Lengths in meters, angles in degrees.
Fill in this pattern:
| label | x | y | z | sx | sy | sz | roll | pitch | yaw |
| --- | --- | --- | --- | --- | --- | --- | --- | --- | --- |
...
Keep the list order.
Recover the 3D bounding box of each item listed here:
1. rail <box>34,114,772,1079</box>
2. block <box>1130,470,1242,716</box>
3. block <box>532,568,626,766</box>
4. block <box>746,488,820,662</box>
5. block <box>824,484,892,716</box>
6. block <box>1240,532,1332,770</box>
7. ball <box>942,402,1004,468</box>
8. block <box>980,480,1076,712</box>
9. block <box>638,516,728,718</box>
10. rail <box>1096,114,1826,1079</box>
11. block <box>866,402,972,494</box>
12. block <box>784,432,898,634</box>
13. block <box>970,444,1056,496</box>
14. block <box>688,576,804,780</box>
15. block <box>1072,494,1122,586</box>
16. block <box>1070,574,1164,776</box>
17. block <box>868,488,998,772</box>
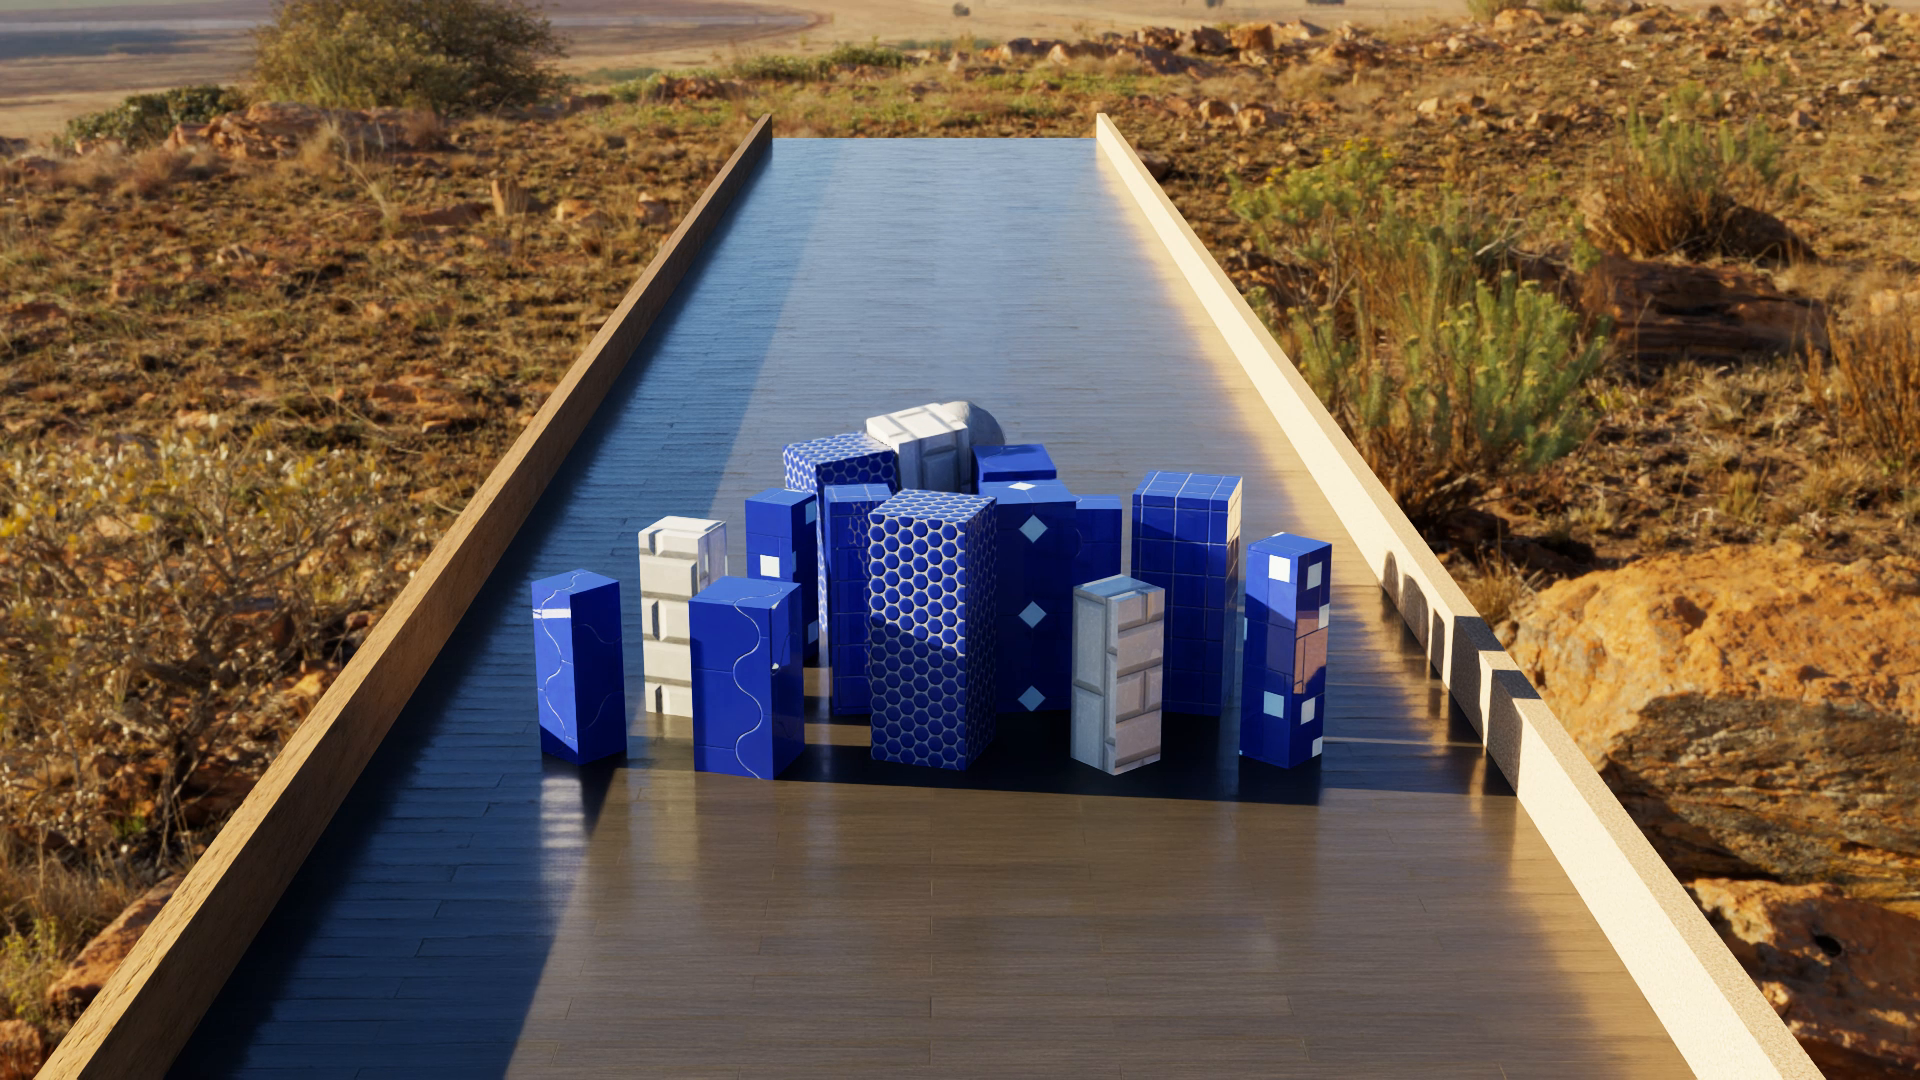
| label | x | y | z | sx | sy | sz | roll | pitch | yaw |
| --- | --- | --- | --- | --- | --- | --- | --- | --- | --- |
| rail | -1.118 | -0.838 | 7.780 | 0.050 | 0.150 | 12.000 | 0 | 17 | -1 |
| block | 0.425 | 0.099 | 4.160 | 0.177 | 0.419 | 0.177 | 4 | 17 | 14 |
| block | -0.677 | 0.225 | 3.913 | 0.109 | 0.317 | 0.109 | 15 | 22 | 41 |
| block | -0.354 | 0.074 | 4.395 | 0.103 | 0.333 | 0.103 | 8 | 18 | 24 |
| block | -0.187 | 0.111 | 4.126 | 0.117 | 0.414 | 0.117 | -2 | 17 | -8 |
| block | 0.574 | 0.195 | 3.885 | 0.105 | 0.392 | 0.105 | 15 | 22 | 40 |
| ball | -0.002 | -0.204 | 4.821 | 0.200 | 0.200 | 0.200 | 0 | 17 | 0 |
| block | 0.125 | 0.105 | 4.159 | 0.156 | 0.407 | 0.156 | -2 | 17 | -8 |
| block | -0.514 | 0.144 | 4.128 | 0.120 | 0.351 | 0.120 | 6 | 18 | 19 |
| rail | 0.932 | -0.844 | 7.801 | 0.050 | 0.150 | 12.000 | 0 | 17 | -1 |
| block | -0.077 | -0.062 | 4.670 | 0.160 | 0.404 | 0.160 | -15 | 27 | -21 |
| block | -0.240 | -0.016 | 4.608 | 0.176 | 0.371 | 0.176 | -12 | 20 | -23 |
| block | 0.106 | -0.003 | 4.582 | 0.149 | 0.359 | 0.149 | -3 | 23 | -9 |
| block | -0.373 | 0.241 | 3.868 | 0.149 | 0.313 | 0.149 | 5 | 17 | 17 |
| block | 0.266 | 0.079 | 4.396 | 0.103 | 0.322 | 0.103 | 0 | 17 | 0 |
| block | 0.276 | 0.236 | 3.873 | 0.113 | 0.319 | 0.113 | -14 | 21 | -38 |
| block | -0.046 | 0.157 | 3.904 | 0.176 | 0.454 | 0.176 | 6 | 17 | 18 |
